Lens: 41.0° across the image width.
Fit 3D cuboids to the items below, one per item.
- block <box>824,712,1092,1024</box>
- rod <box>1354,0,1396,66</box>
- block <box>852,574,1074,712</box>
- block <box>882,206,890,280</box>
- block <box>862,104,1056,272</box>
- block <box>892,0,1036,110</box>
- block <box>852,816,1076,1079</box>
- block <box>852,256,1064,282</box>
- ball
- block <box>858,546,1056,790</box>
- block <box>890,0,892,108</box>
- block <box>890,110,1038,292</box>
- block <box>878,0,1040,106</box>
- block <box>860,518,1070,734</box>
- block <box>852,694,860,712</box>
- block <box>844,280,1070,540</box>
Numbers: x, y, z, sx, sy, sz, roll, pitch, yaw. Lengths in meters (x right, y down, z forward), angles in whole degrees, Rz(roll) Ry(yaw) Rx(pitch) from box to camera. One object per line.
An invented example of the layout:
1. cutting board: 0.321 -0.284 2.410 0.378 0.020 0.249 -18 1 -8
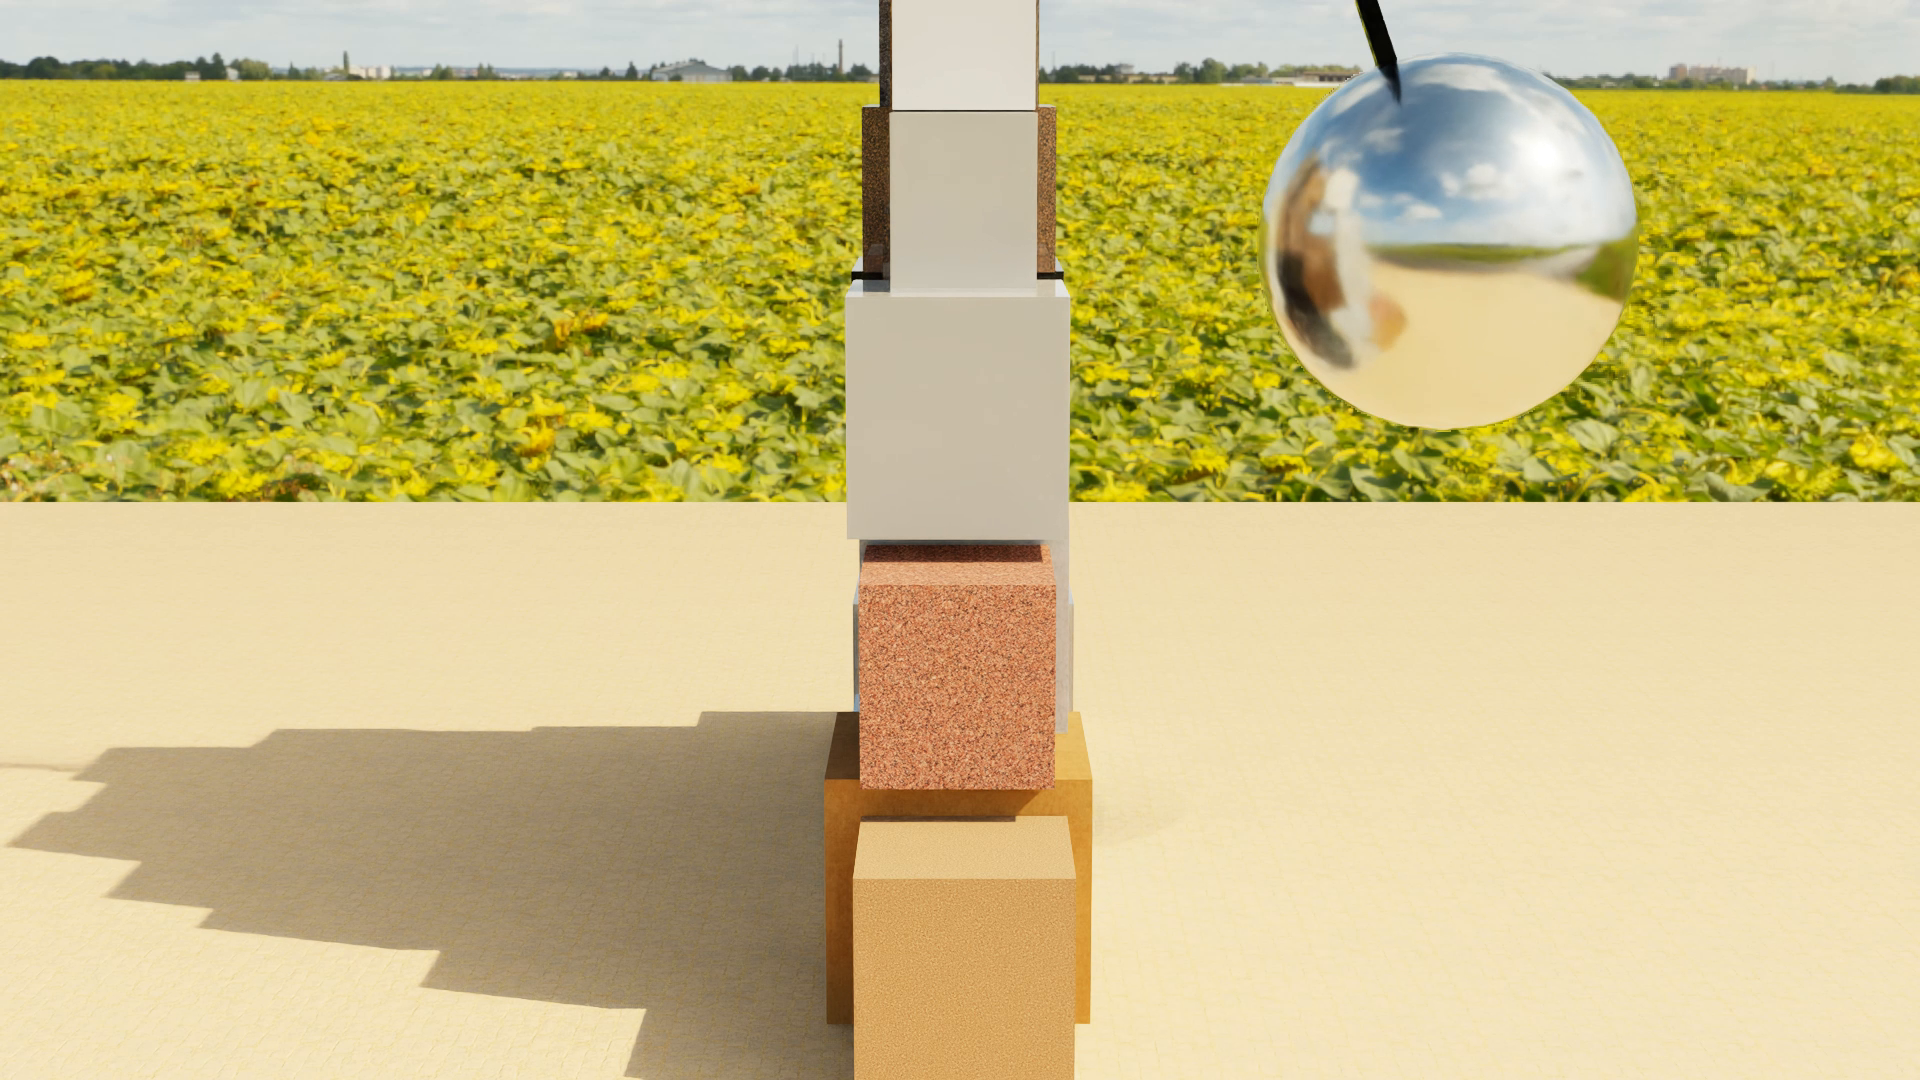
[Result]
1. block: -0.005 1.255 10.017 0.987 0.947 1.017 0 10 0
2. rod: 0.899 -4.411 10.378 0.080 5.200 0.080 -20 10 4
3. block: 0.017 0.663 13.457 1.110 0.881 1.034 0 10 0
4. block: -0.010 -1.089 10.538 0.595 0.529 0.615 0 10 0
5. block: -0.004 -1.547 11.205 0.816 0.690 0.843 0 10 0
6. block: 0.014 -2.049 10.198 0.554 0.680 0.587 0 8 0
7. block: 0.016 1.482 9.149 0.758 0.811 0.751 0 10 0
8. block: -0.010 -0.820 11.412 0.905 0.816 0.858 0 10 0
9. ball: 2.074 -1.272 10.949 1.600 1.600 1.600 0 10 0
10. block: -0.009 0.462 9.621 0.706 0.755 0.789 0 10 0
11. block: -0.013 -2.087 10.777 0.549 0.524 0.553 0 10 0
12. block: 0.013 -1.308 9.841 0.545 0.661 0.659 0 10 0
13. block: -0.003 -2.269 11.356 0.690 0.674 0.650 0 10 0
14. block: 0.017 0.271 10.414 0.816 0.848 0.819 0 10 0
15. block: -0.002 1.150 10.905 0.906 0.836 0.748 0 10 0
16. block: -0.008 -0.516 9.854 0.825 0.901 0.795 0 10 0
